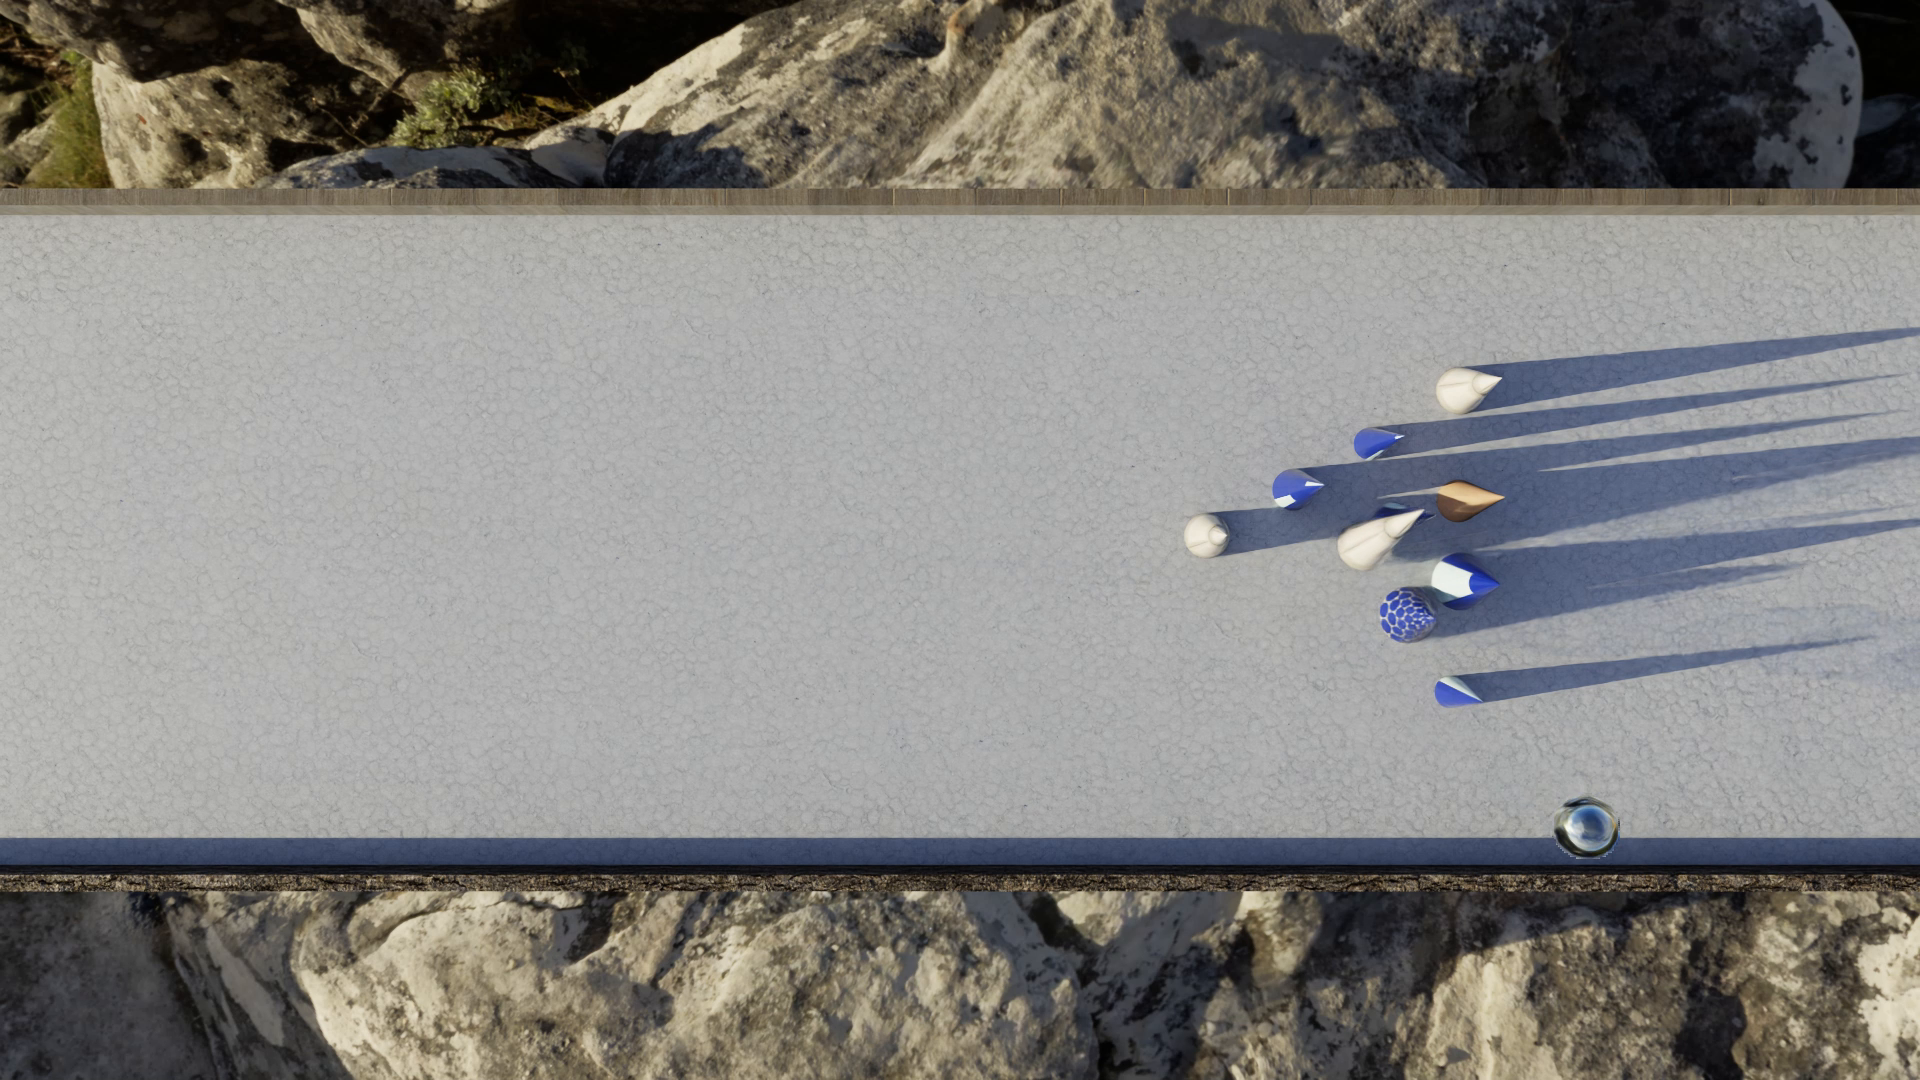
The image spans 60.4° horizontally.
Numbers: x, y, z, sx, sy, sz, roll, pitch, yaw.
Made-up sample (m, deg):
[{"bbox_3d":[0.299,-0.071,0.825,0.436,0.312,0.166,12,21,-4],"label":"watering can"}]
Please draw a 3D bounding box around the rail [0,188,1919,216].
[{"bbox_3d":[-2.247,-1.025,5.002,12.000,0.150,0.050,0,90,0],"label":"rail"}]

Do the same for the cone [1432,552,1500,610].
[{"bbox_3d":[1.541,0.127,4.890,0.179,0.373,0.179,0,90,0],"label":"cone"}]

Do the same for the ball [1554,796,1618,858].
[{"bbox_3d":[1.753,0.802,4.618,0.172,0.172,0.172,0,90,0],"label":"ball"}]

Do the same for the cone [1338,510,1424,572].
[{"bbox_3d":[1.266,-0.032,4.837,0.151,0.455,0.151,2,76,-9],"label":"cone"}]

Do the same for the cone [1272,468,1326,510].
[{"bbox_3d":[1.026,-0.155,4.855,0.129,0.444,0.129,0,90,0],"label":"cone"}]

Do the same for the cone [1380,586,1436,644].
[{"bbox_3d":[1.379,0.231,4.923,0.177,0.307,0.177,0,90,0],"label":"cone"}]

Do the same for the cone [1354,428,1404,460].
[{"bbox_3d":[1.263,-0.296,4.879,0.102,0.396,0.102,0,90,0],"label":"cone"}]

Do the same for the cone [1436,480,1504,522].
[{"bbox_3d":[1.533,-0.120,4.856,0.132,0.441,0.132,0,90,0],"label":"cone"}]

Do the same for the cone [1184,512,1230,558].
[{"bbox_3d":[0.760,-0.013,4.889,0.141,0.376,0.141,0,90,0],"label":"cone"}]

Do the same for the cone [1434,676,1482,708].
[{"bbox_3d":[1.510,0.468,4.915,0.101,0.323,0.101,0,90,0],"label":"cone"}]

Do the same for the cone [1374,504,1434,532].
[{"bbox_3d":[1.339,-0.063,4.880,0.109,0.388,0.109,0,88,-3],"label":"cone"}]

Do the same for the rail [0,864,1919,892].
[{"bbox_3d":[-2.247,1.025,5.001,12.000,0.150,0.050,0,90,0],"label":"rail"}]

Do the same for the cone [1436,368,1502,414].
[{"bbox_3d":[1.539,-0.459,4.878,0.146,0.397,0.146,0,90,0],"label":"cone"}]
